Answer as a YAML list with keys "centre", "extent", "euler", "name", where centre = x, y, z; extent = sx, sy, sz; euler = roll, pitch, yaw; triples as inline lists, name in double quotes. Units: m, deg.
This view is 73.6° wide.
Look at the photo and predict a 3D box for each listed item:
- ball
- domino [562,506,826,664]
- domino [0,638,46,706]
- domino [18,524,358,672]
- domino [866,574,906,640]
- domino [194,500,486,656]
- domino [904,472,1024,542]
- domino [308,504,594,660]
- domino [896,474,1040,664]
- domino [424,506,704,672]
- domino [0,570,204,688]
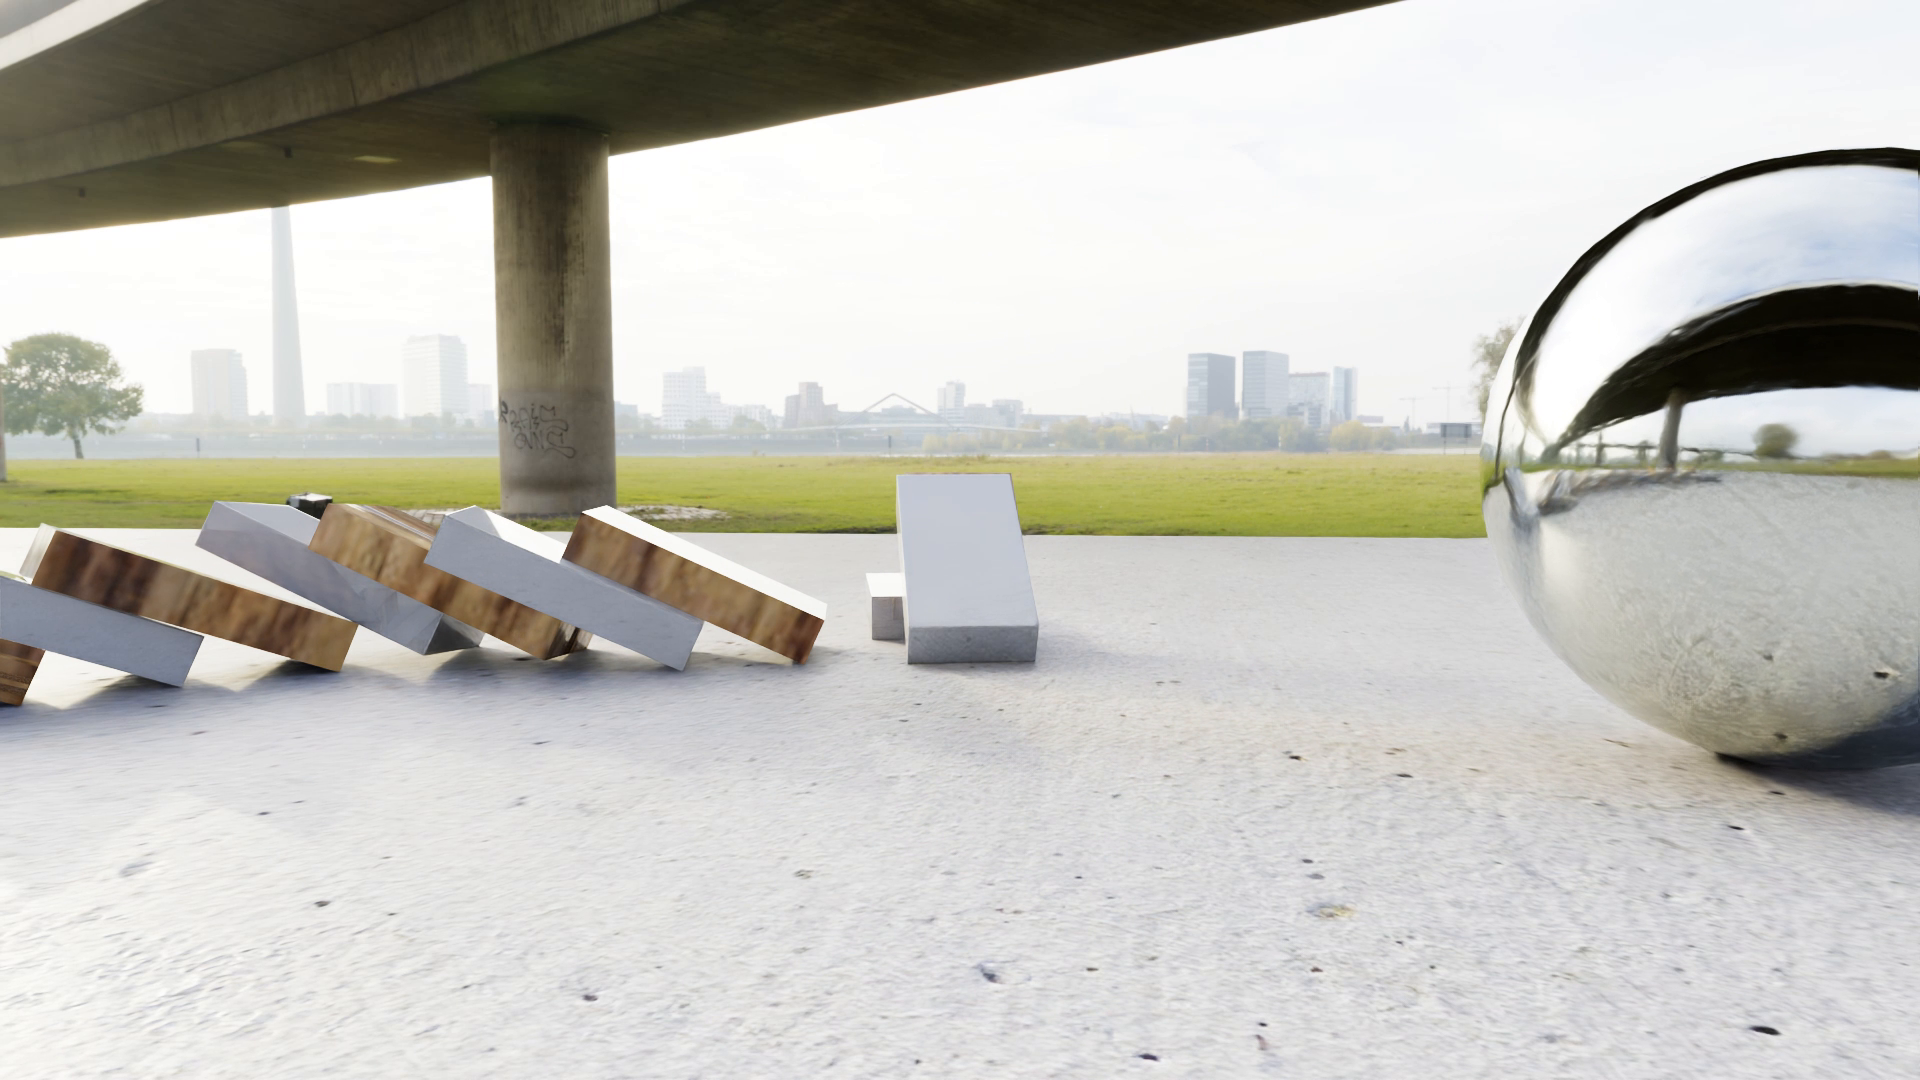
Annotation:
- centre: [0.111, -0.010, 0.169]
  extent: [0.080, 0.080, 0.080]
  euler: [0, 4, 0]
  name: "ball"
- centre: [-0.052, 0.008, 0.257]
  extent: [0.050, 0.009, 0.025]
  euler: [25, 2, -6]
  name: "domino"
- centre: [-0.176, 0.013, 0.201]
  extent: [0.025, 0.009, 0.050]
  euler: [4, -18, 44]
  name: "domino"
- centre: [-0.140, 0.011, 0.234]
  extent: [0.050, 0.010, 0.025]
  euler: [26, -13, -38]
  name: "domino"
- centre: [-0.009, 0.015, 0.304]
  extent: [0.025, 0.010, 0.050]
  euler: [0, 4, -6]
  name: "domino"
- centre: [-0.122, 0.007, 0.258]
  extent: [0.050, 0.009, 0.025]
  euler: [25, 1, 3]
  name: "domino"
- centre: [0.001, 0.003, 0.283]
  extent: [0.025, 0.009, 0.050]
  euler: [0, 38, -5]
  name: "domino"
- centre: [-0.099, 0.008, 0.255]
  extent: [0.050, 0.010, 0.025]
  euler: [25, 1, 2]
  name: "domino"
- centre: [0.000, 0.005, 0.266]
  extent: [0.025, 0.010, 0.050]
  euler: [-1, 38, -6]
  name: "domino"
- centre: [-0.074, 0.009, 0.248]
  extent: [0.050, 0.009, 0.025]
  euler: [25, 1, -10]
  name: "domino"
- centre: [-0.160, 0.012, 0.218]
  extent: [0.025, 0.010, 0.050]
  euler: [5, -18, 47]
  name: "domino"
